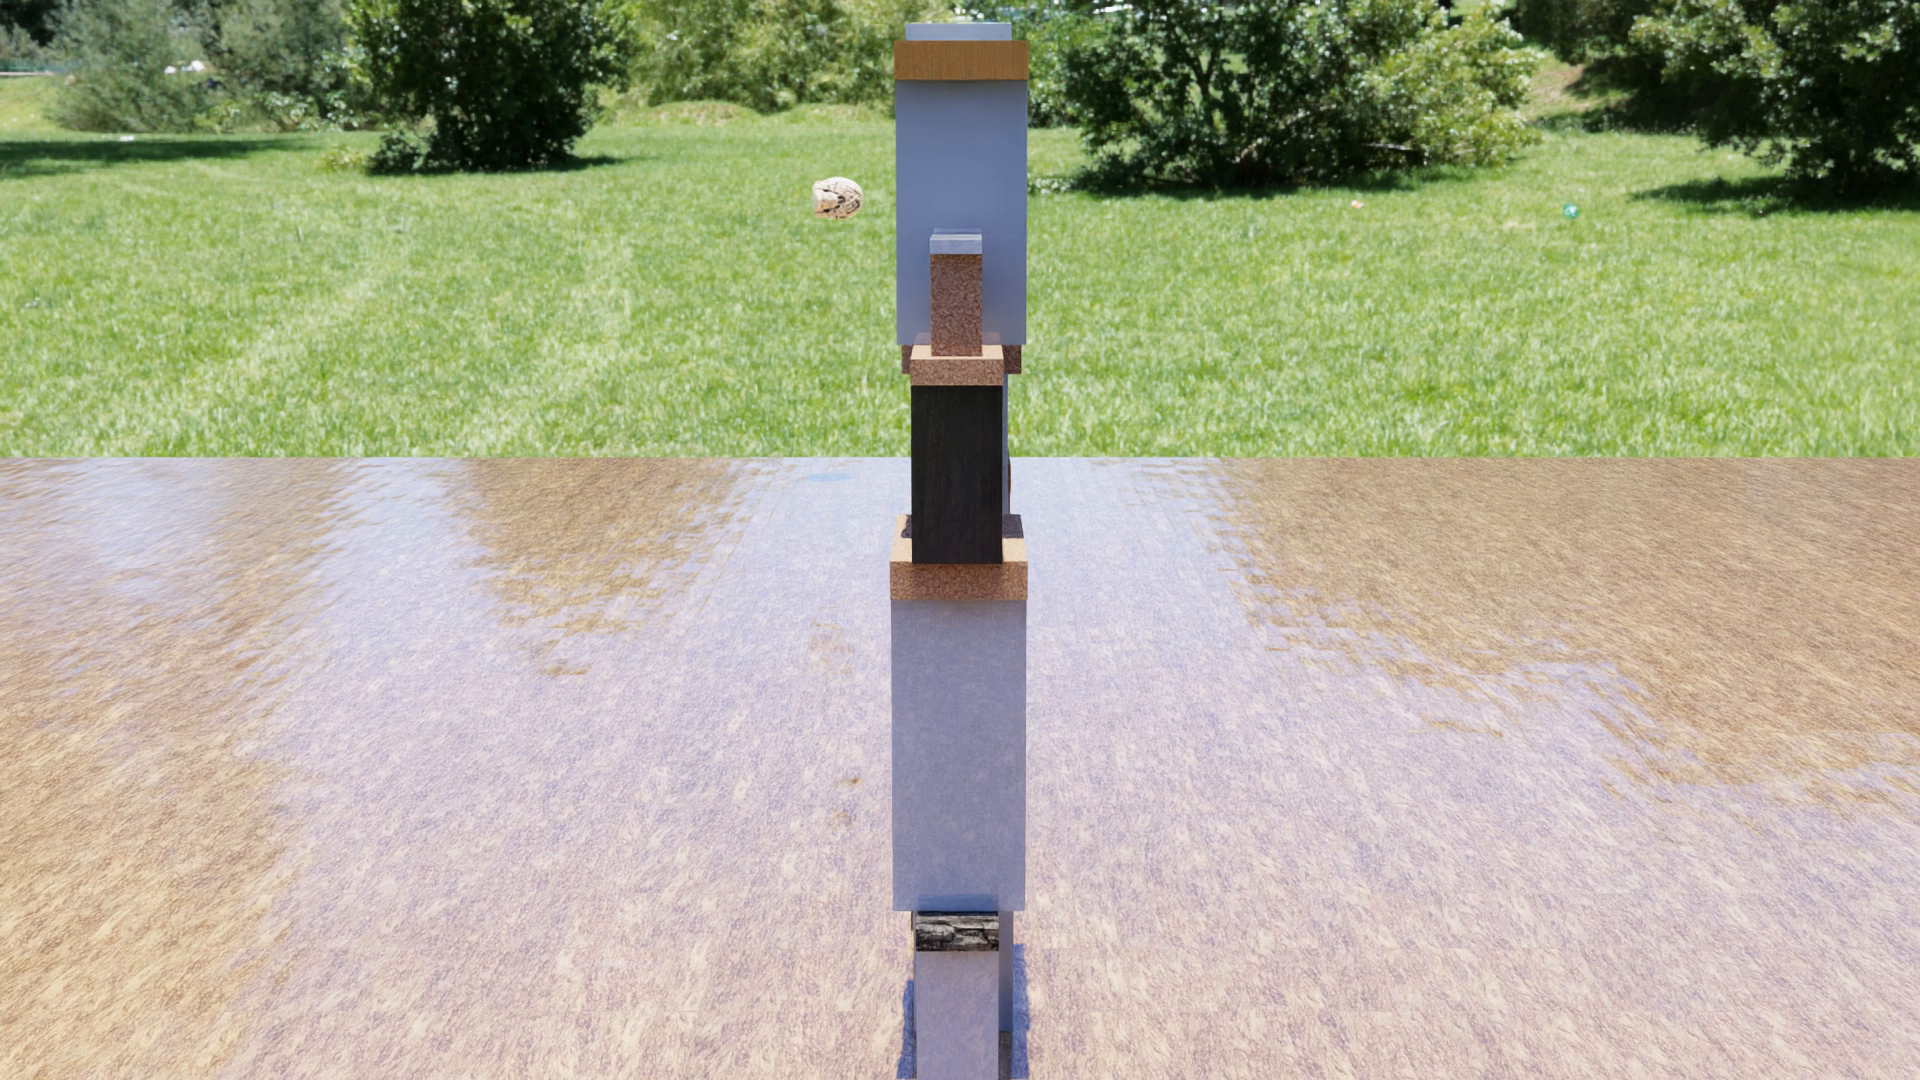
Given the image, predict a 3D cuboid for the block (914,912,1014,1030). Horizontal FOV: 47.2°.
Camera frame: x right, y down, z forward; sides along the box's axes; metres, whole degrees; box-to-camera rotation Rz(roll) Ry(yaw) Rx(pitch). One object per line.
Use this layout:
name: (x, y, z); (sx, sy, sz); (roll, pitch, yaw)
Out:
block: (0.005, 0.552, 3.103); (0.140, 0.281, 0.040); (0, 11, 0)

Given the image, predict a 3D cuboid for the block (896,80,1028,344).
block: (0.002, -0.424, 2.854); (0.169, 0.338, 0.048); (0, 10, 0)

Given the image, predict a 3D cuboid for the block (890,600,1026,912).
block: (-0.001, 0.274, 2.873); (0.174, 0.425, 0.049); (0, 11, 0)

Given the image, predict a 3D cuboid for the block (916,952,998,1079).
block: (-0.003, 0.627, 2.883); (0.107, 0.213, 0.030); (0, 11, 0)

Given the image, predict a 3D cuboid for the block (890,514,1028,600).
block: (-0.002, 0.019, 2.944); (0.174, 0.049, 0.348); (0, 11, 0)

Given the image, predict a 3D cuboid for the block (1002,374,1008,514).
block: (0.003, -0.164, 3.549); (0.147, 0.464, 0.042); (0, 10, 0)

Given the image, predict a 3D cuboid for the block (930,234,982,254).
block: (-0.004, -0.368, 2.737); (0.063, 0.018, 0.126); (0, 10, 0)

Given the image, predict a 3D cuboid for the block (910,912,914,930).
block: (-0.004, 0.472, 3.492); (0.148, 0.296, 0.042); (0, 11, 0)

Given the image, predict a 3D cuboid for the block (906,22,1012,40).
block: (-0.003, -0.821, 3.631); (0.167, 0.047, 0.334); (0, 10, 0)

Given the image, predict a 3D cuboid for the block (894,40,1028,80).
block: (0.002, -0.634, 2.929); (0.169, 0.048, 0.337); (0, 11, 0)

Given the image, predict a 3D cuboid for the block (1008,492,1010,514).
block: (0.002, 0.074, 3.771); (0.166, 0.332, 0.047); (0, 11, 0)

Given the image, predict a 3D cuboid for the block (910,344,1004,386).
block: (-0.003, -0.225, 2.795); (0.113, 0.032, 0.227); (0, 10, 0)

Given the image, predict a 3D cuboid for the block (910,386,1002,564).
block: (-0.004, -0.084, 2.744); (0.113, 0.227, 0.032); (0, 11, 0)

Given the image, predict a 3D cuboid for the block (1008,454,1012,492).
block: (0.002, -0.132, 3.845); (0.166, 0.047, 0.332); (0, 11, 0)

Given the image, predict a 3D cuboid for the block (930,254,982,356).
block: (-0.005, -0.290, 2.710); (0.063, 0.126, 0.018); (0, 11, 0)

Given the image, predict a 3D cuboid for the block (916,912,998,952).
block: (-0.003, 0.495, 2.931); (0.107, 0.030, 0.213); (0, 11, 0)

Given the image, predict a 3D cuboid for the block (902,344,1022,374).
block: (0.002, -0.434, 3.080); (0.169, 0.400, 0.048); (0, 11, 0)
